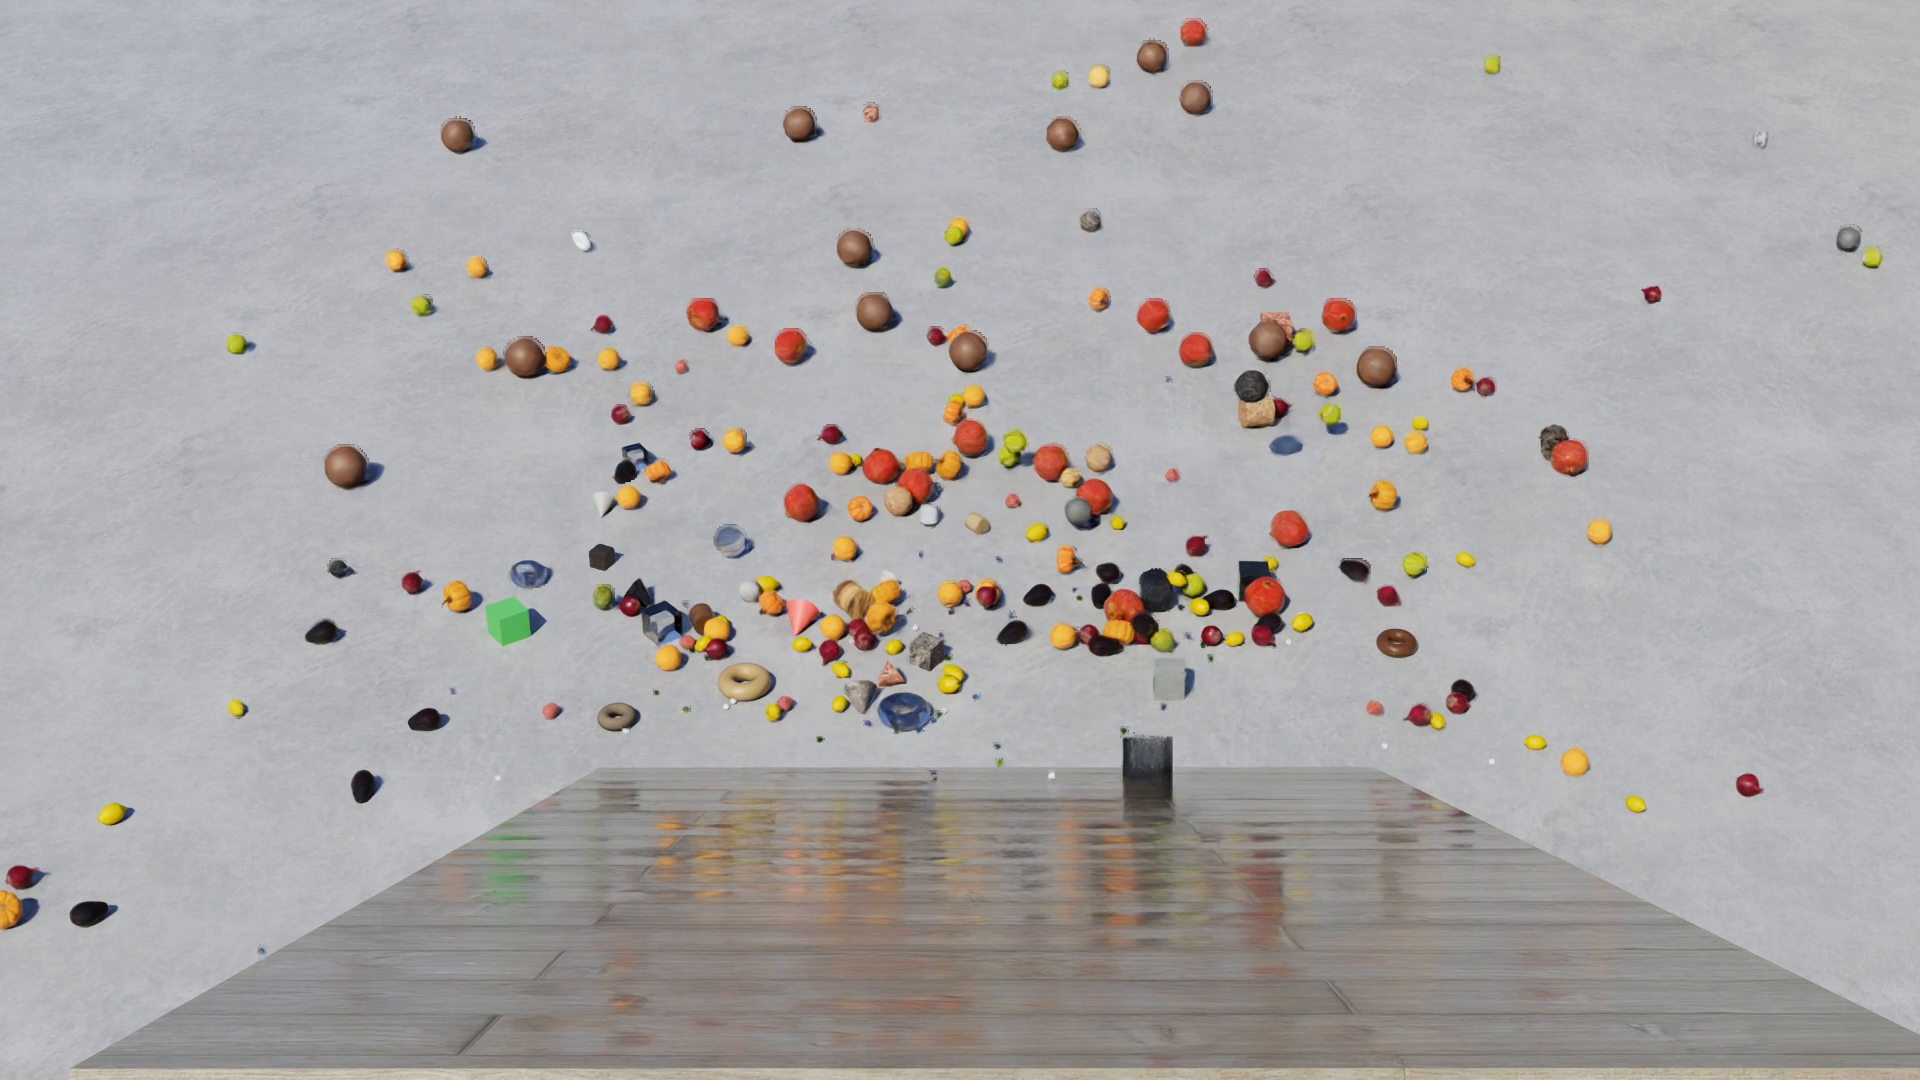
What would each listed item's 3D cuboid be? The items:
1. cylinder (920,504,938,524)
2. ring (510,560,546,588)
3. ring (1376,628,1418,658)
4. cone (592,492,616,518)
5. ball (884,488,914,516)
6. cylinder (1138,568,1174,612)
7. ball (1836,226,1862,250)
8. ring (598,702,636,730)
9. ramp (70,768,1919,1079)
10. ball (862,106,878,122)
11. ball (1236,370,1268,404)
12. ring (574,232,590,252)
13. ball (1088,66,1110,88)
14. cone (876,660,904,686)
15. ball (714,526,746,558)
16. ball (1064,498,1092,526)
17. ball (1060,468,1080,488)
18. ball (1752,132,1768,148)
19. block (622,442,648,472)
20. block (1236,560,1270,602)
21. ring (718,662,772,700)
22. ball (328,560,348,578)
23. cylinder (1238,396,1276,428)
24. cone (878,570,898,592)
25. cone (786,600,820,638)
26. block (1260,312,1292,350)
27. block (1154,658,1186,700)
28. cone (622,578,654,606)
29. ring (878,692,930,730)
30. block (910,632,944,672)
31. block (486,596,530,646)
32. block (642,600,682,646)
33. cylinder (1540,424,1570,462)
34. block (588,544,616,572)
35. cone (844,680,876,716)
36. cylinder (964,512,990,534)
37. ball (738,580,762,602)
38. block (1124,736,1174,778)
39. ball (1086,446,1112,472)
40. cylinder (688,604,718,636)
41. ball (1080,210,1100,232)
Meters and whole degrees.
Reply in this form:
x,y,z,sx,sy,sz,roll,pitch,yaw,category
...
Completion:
x,y,z,sx,sy,sz,roll,pitch,yaw,category
-0.093,-0.080,7.890,0.053,0.053,0.053,3,12,-1,cylinder
-1.269,0.100,7.613,0.109,0.036,0.109,4,41,-4,ring
1.233,0.290,7.314,0.115,0.038,0.115,-1,33,0,ring
-1.098,-0.097,7.951,0.074,0.074,0.074,1,58,1,cone
-0.187,-0.118,7.932,0.089,0.089,0.089,0,31,0,ball
0.567,0.146,7.497,0.092,0.092,0.092,-1,31,-1,cylinder
3.279,-1.111,9.556,0.087,0.087,0.087,0,31,0,ball
-0.929,0.478,7.010,0.106,0.035,0.106,-1,32,1,ring
0.070,0.619,4.701,2.000,0.100,4.000,0,-1,0,ramp
-0.367,-1.746,10.611,0.070,0.070,0.070,0,31,0,ball
0.879,-0.462,7.801,0.099,0.099,0.099,0,31,0,ball
-1.394,-1.101,9.548,0.081,0.081,0.027,24,53,34,ring
0.586,-1.952,10.929,0.089,0.089,0.089,0,31,0,ball
-0.206,0.385,7.162,0.076,0.076,0.076,-36,40,-6,cone
-0.685,0.005,7.728,0.092,0.092,0.092,0,31,0,ball
0.356,-0.086,7.818,0.082,0.082,0.082,0,31,0,ball
0.344,-0.193,8.080,0.063,0.063,0.063,0,31,0,ball
3.207,-1.604,10.384,0.065,0.065,0.065,0,31,0,ball
-1.027,-0.262,8.195,0.061,0.061,0.061,-17,36,-26,block
0.854,0.121,7.544,0.086,0.086,0.086,1,31,2,block
-0.595,0.390,7.140,0.148,0.049,0.148,-1,32,1,ring
-1.833,0.085,7.636,0.052,0.052,0.052,0,31,0,ball
0.964,-0.416,8.414,0.095,0.095,0.095,-6,32,-12,cylinder
-0.222,0.130,7.585,0.063,0.063,0.063,24,66,34,cone
-0.461,0.236,7.396,0.098,0.098,0.098,7,59,11,cone
1.086,-0.720,8.909,0.096,0.096,0.096,-1,31,-2,block
0.576,0.382,7.120,0.083,0.083,0.083,2,31,2,block
-0.917,0.170,7.509,0.087,0.087,0.087,36,40,6,cone
-0.153,0.464,7.021,0.144,0.048,0.144,0,33,0,ring
-0.093,0.312,7.248,0.069,0.069,0.069,19,36,28,block
-1.284,0.231,7.362,0.089,0.089,0.089,-20,37,-30,block
-0.846,0.237,7.359,0.082,0.082,0.082,-23,38,-32,block
1.891,-0.307,8.243,0.087,0.087,0.087,4,32,6,cylinder
-1.063,0.051,7.689,0.054,0.054,0.054,15,34,22,block
-0.269,0.441,7.065,0.088,0.088,0.088,-4,58,-6,cone
0.052,-0.049,7.855,0.052,0.052,0.052,-23,38,-32,cylinder
-0.610,0.148,7.520,0.065,0.065,0.065,0,31,0,ball
0.465,0.536,6.399,0.099,0.099,0.099,0,-1,20,block
0.437,-0.257,8.164,0.083,0.083,0.083,0,31,0,ball
-0.733,0.226,7.391,0.067,0.067,0.067,-10,33,-15,cylinder
0.487,-1.193,9.699,0.079,0.079,0.079,0,31,0,ball
